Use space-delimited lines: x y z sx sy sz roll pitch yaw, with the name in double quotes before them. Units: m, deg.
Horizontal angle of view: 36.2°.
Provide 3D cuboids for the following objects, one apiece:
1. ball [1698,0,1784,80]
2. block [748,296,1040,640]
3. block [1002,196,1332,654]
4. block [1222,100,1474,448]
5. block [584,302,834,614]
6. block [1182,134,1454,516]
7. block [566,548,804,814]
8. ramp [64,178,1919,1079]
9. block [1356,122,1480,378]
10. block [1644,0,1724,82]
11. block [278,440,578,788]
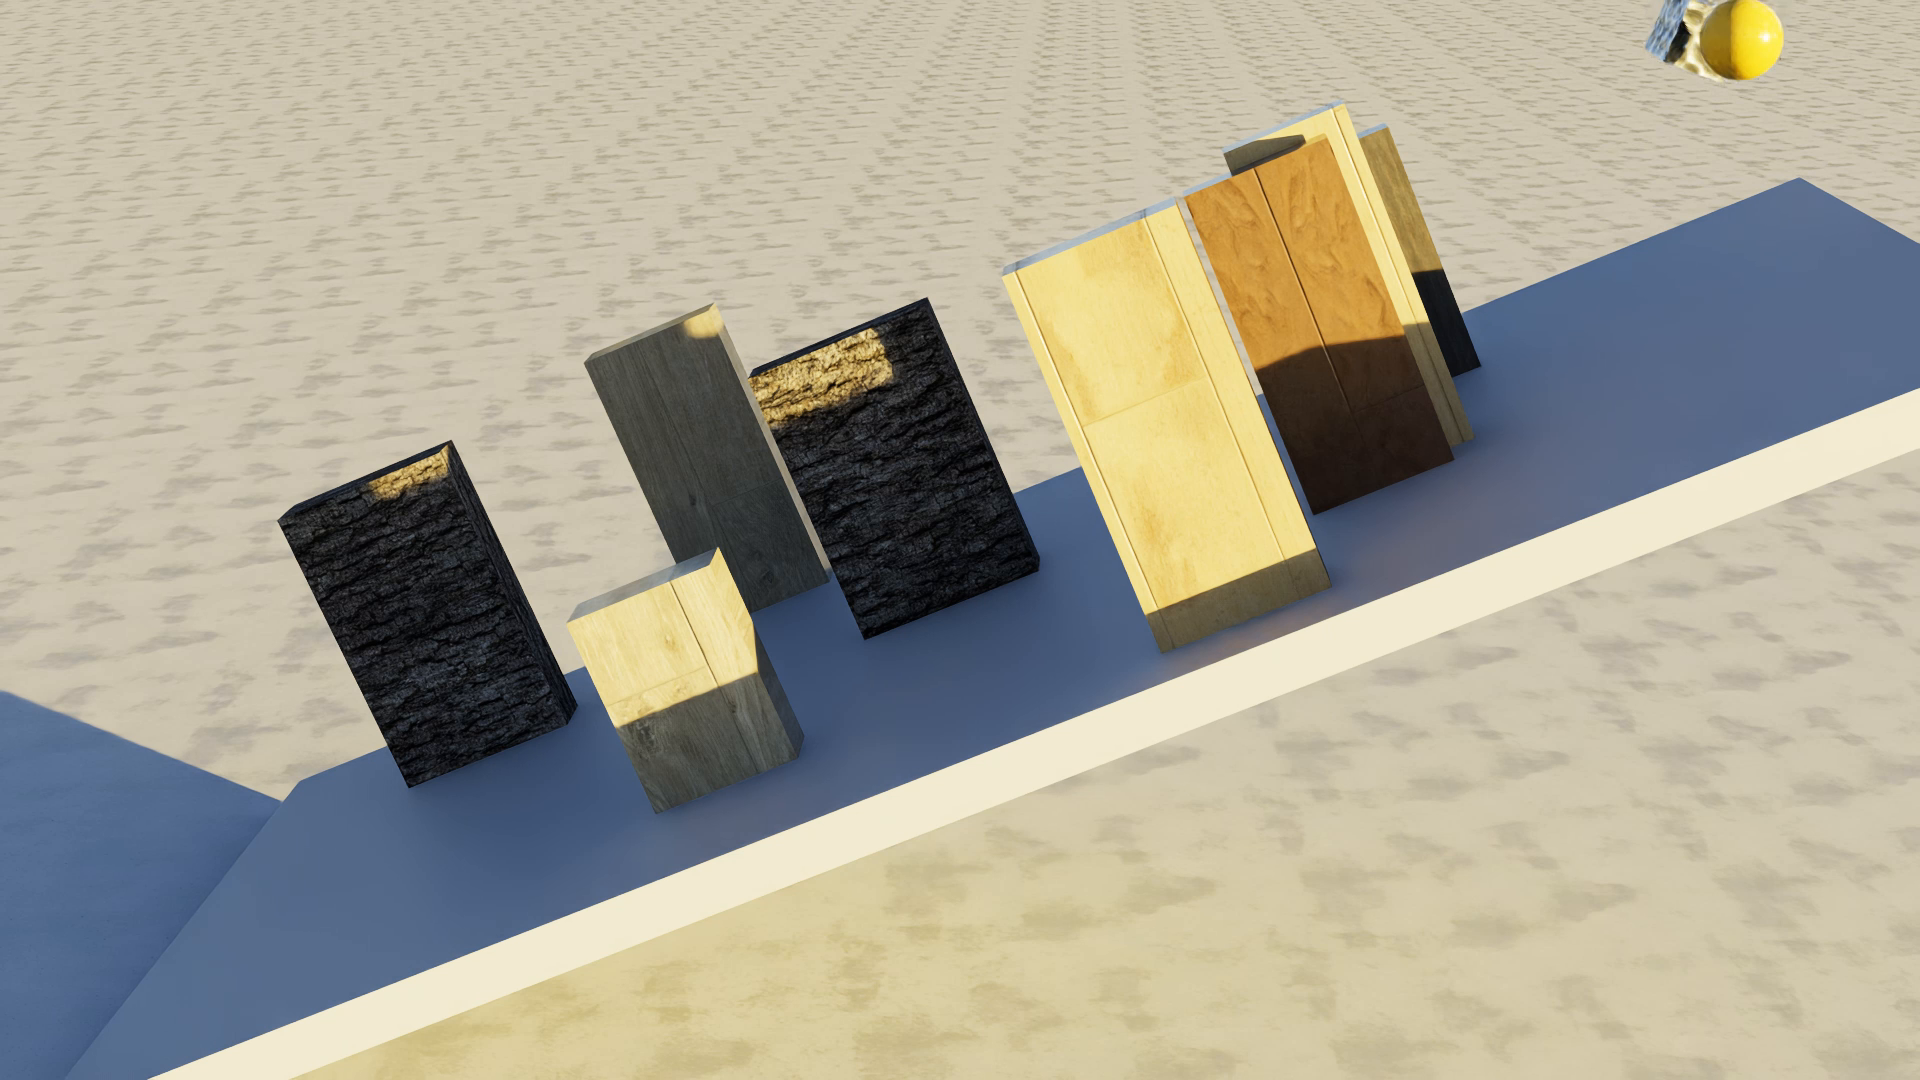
"ball" 1.557 -0.998 5.865 0.164 0.164 0.164 0 14 0
"block" -0.140 -0.154 6.426 0.416 0.633 0.115 -22 12 8
"block" 0.381 -0.207 5.390 0.337 0.762 0.112 -22 12 8
"block" 0.785 -0.498 5.945 0.257 0.731 0.085 -22 12 8
"block" -0.607 -0.176 7.165 0.329 0.723 0.123 -22 12 8
"block" 0.715 -0.426 5.856 0.301 0.696 0.081 -22 12 8
"block" -0.541 0.279 5.832 0.309 0.425 0.141 -22 12 8
"ramp" 0.128 0.172 6.287 4.000 0.100 2.000 -22 12 8
"block" 0.890 -0.590 6.512 0.334 0.572 0.085 -22 12 8
"block" 1.521 -1.043 6.072 0.135 0.135 0.135 17 19 -11
"block" -1.243 0.175 6.899 0.415 0.704 0.148 -22 12 8
